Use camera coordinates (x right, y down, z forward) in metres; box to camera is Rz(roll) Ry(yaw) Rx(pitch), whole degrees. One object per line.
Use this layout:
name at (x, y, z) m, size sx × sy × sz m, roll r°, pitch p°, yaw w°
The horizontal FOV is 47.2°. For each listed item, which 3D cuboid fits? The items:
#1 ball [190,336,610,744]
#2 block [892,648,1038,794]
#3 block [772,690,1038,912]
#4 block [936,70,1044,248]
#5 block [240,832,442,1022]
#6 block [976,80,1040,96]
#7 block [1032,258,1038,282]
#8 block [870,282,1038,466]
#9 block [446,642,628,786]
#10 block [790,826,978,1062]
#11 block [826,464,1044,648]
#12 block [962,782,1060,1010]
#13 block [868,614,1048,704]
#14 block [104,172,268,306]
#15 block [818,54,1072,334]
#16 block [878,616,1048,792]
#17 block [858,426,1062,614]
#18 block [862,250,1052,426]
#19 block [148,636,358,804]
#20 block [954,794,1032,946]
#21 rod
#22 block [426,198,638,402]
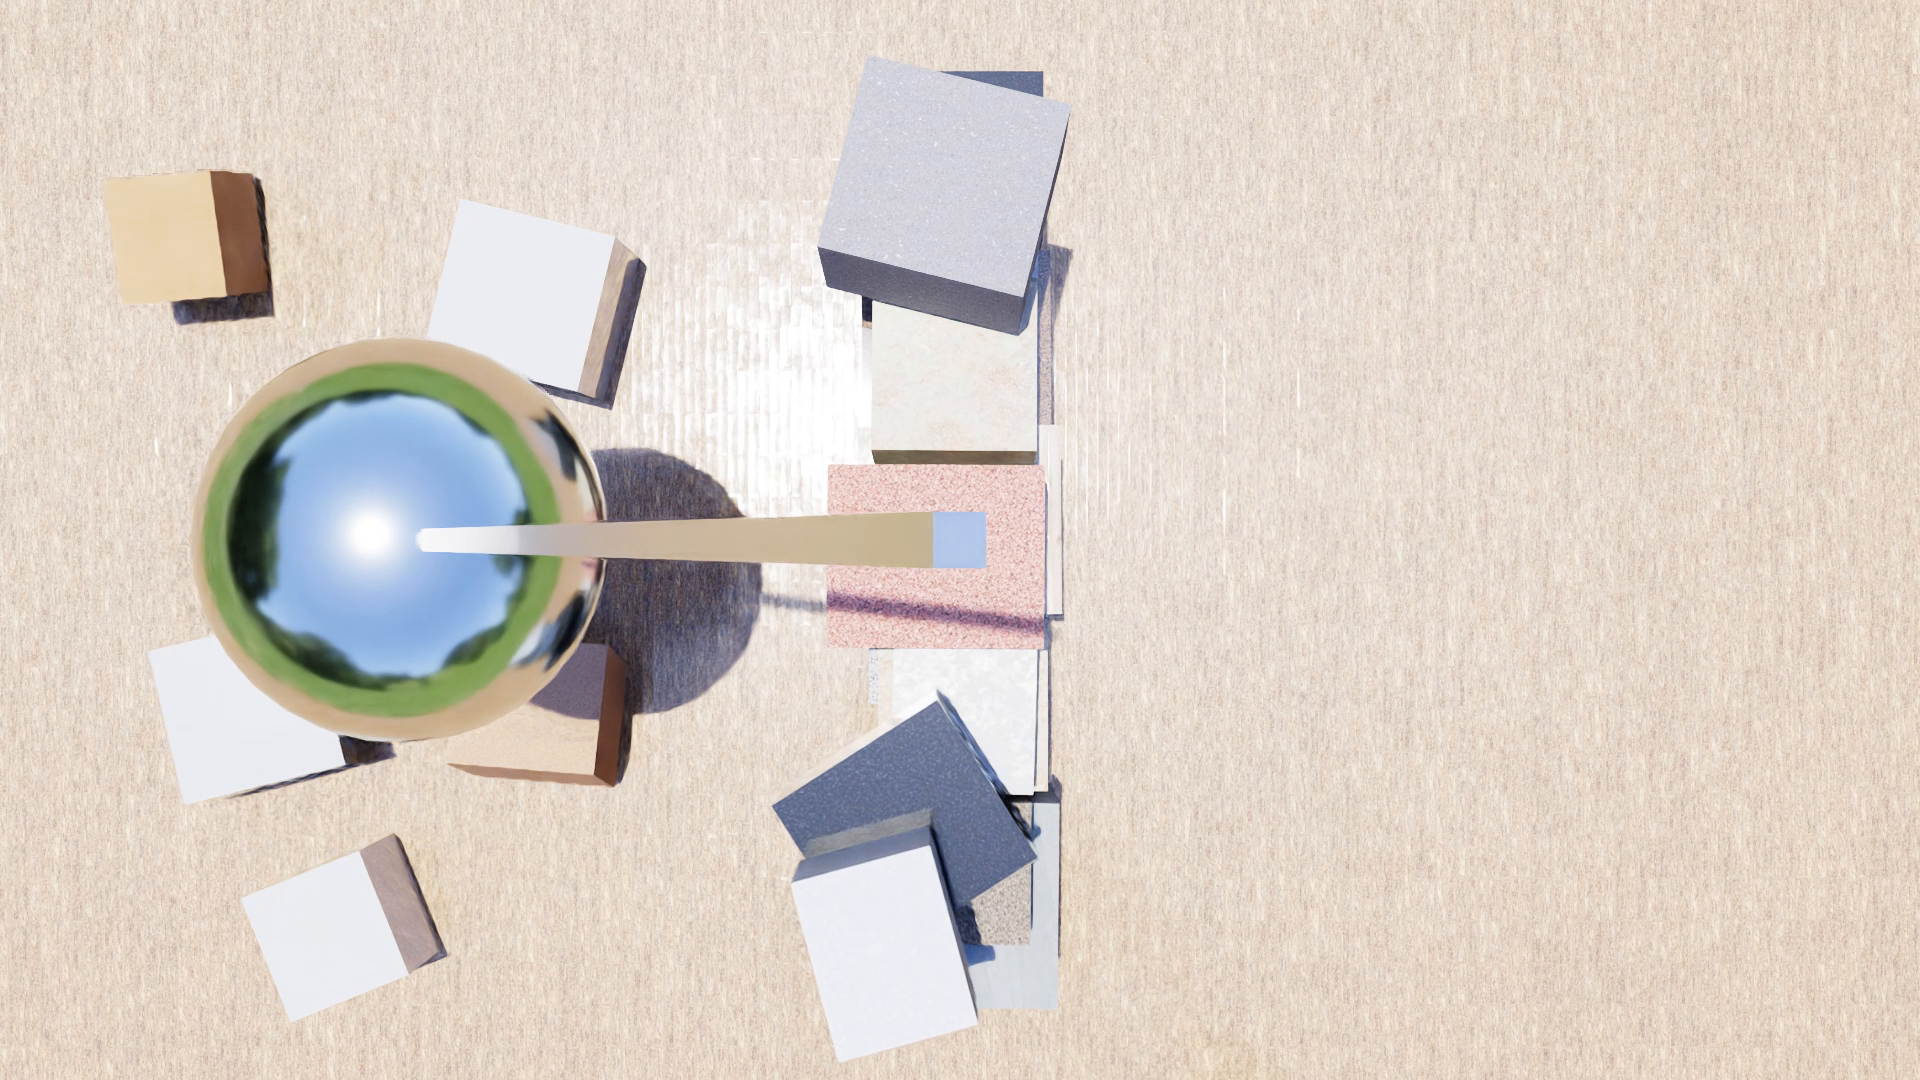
ball at (-2.191, 0.000, 8.677) m, size 1.600 × 1.600 × 1.600 m, roll 0°, pitch 90°, yaw 0°
block at (0.018, 0.863, 10.923) m, size 0.687 × 0.783 × 0.697 m, roll 2°, pitch 90°, yaw 0°
block at (-0.251, 1.288, 10.063) m, size 0.866 × 0.735 × 0.827 m, roll -33°, pitch 90°, yaw -1°
block at (-0.012, -2.101, 12.489) m, size 0.936 × 1.022 × 0.908 m, roll 0°, pitch 90°, yaw 0°
block at (-3.533, 2.206, 12.616) m, size 0.708 × 0.769 × 0.743 m, roll -22°, pitch 90°, yaw 0°
block at (0.018, -1.920, 11.618) m, size 0.775 × 0.720 × 0.861 m, roll 0°, pitch 90°, yaw 0°
block at (-0.017, -1.600, 10.805) m, size 0.778 × 0.820 × 0.813 m, roll 1°, pitch 84°, yaw 0°
block at (-0.026, -0.775, 10.766) m, size 0.779 × 0.779 × 0.812 m, roll 0°, pitch 83°, yaw 0°
block at (-2.393, 0.980, 12.525) m, size 0.816 × 0.828 × 0.723 m, roll 5°, pitch 79°, yaw 0°
block at (-0.316, 1.702, 9.364) m, size 0.594 × 0.657 × 0.763 m, roll -15°, pitch 90°, yaw -1°
block at (-0.111, 0.087, 10.598) m, size 0.997 × 1.040 × 0.842 m, roll 0°, pitch 89°, yaw 0°
block at (-0.004, 1.837, 11.530) m, size 0.996 × 0.960 × 1.034 m, roll 1°, pitch 90°, yaw 0°
block at (-0.009, 0.434, 12.554) m, size 0.989 × 0.891 × 0.938 m, roll 0°, pitch 90°, yaw 0°
block at (-4.410, -1.729, 12.580) m, size 0.591 × 0.731 × 0.689 m, roll -5°, pitch 99°, yaw 1°
block at (-0.068, -1.550, 9.993) m, size 0.924 × 0.782 × 0.889 m, roll 14°, pitch 84°, yaw 1°
block at (0.015, 0.849, 11.711) m, size 0.872 × 0.795 × 0.890 m, roll 0°, pitch 90°, yaw 0°
block at (-0.003, -0.089, 11.616) m, size 1.028 × 0.988 × 0.956 m, roll 0°, pitch 89°, yaw 0°
block at (-0.019, -1.025, 11.698) m, size 0.962 × 0.988 × 0.897 m, roll 0°, pitch 90°, yaw 0°
block at (-3.977, 0.964, 12.456) m, size 0.863 × 0.889 × 0.859 m, roll -14°, pitch 87°, yaw -11°
block at (-0.006, 1.582, 10.739) m, size 0.685 × 0.623 × 0.675 m, roll 1°, pitch 90°, yaw 0°
rod at (-0.949, 0.000, 5.512) m, size 0.080 × 5.200 × 0.080 m, roll 0°, pitch 90°, yaw -21°
block at (-2.426, -1.347, 12.546) m, size 0.875 × 0.907 × 0.878 m, roll 14°, pitch 90°, yaw 0°
